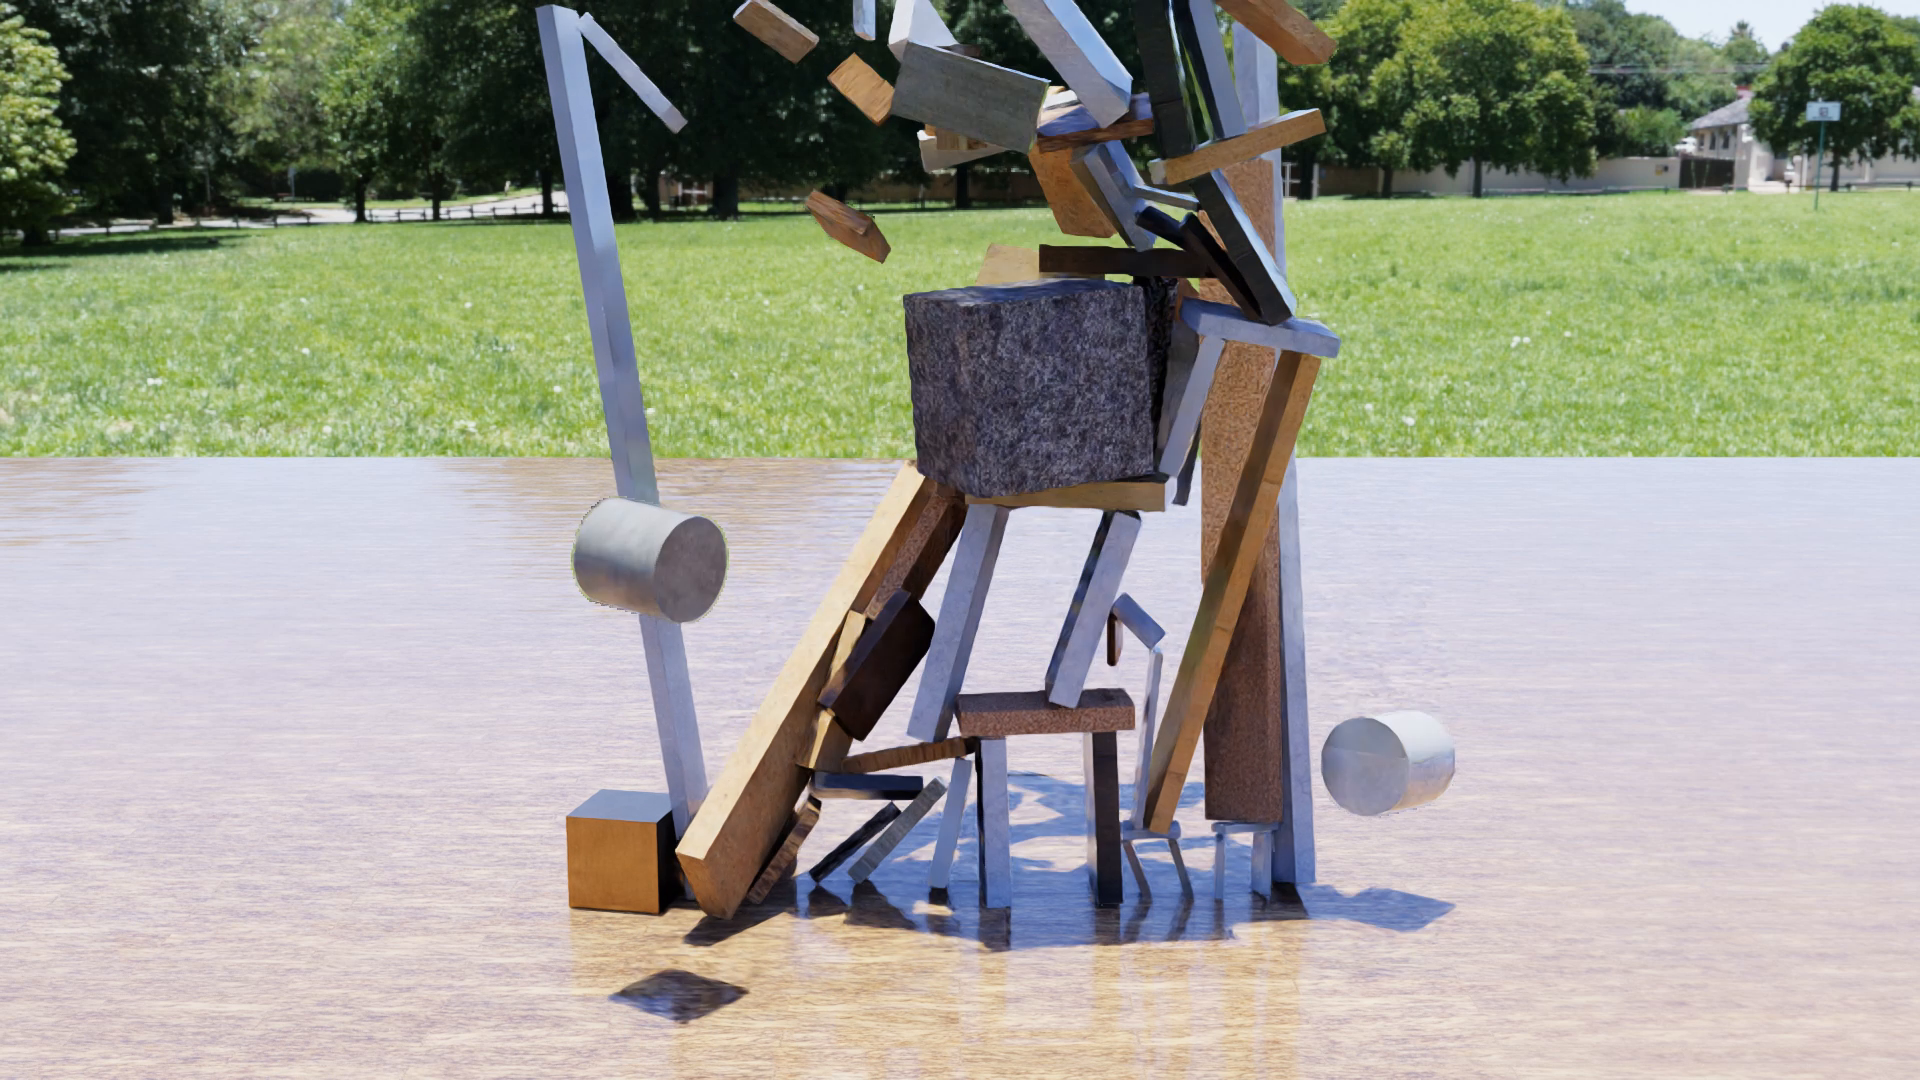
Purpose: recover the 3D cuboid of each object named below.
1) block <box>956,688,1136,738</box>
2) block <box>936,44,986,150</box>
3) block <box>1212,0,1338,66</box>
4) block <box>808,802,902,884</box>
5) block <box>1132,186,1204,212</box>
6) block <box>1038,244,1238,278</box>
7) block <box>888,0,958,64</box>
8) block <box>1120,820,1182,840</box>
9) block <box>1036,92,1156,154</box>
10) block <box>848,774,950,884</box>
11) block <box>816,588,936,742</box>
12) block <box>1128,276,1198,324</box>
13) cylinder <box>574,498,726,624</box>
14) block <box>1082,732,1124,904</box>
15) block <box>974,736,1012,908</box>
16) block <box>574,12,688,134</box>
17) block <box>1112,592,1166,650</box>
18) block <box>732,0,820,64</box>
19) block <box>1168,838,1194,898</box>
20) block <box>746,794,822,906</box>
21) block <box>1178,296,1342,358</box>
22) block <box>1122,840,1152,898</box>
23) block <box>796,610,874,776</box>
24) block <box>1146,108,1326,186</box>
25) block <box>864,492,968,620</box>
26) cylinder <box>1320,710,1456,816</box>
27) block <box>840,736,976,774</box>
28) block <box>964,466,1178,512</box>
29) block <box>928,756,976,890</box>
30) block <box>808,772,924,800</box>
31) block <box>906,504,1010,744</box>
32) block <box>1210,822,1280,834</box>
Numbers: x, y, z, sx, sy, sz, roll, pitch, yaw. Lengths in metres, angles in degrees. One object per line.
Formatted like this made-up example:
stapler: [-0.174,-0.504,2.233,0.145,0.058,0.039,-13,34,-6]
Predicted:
block: [0.139,0.284,3.627,0.283,0.040,0.142,-2,8,-4]
block: [-0.002,-0.713,3.539,0.082,0.165,0.023,7,17,36]
block: [0.467,-0.833,3.447,0.246,0.035,0.123,34,-1,-18]
block: [-0.177,0.508,3.684,0.181,0.026,0.090,-40,-5,-9]
block: [0.331,-0.541,3.479,0.107,0.015,0.054,17,16,17]
block: [0.302,-0.457,3.618,0.310,0.044,0.155,7,9,33]
block: [-0.029,-0.837,3.946,0.041,0.290,0.145,-15,47,27]
block: [0.312,0.481,3.649,0.104,0.015,0.052,-2,11,-1]
block: [0.217,-0.660,3.474,0.187,0.027,0.094,-8,36,12]
block: [-0.101,0.485,3.692,0.030,0.214,0.107,43,0,4]
block: [-0.133,0.208,3.658,0.033,0.236,0.118,22,-21,39]
block: [0.300,-0.351,4.107,0.051,0.358,0.179,41,3,32]
cylinder: [-0.445,0.029,3.161,0.154,0.154,0.154,12,15,33]
block: [0.236,0.444,3.649,0.040,0.283,0.142,-3,7,-3]
block: [0.054,0.450,3.643,0.040,0.283,0.142,-3,10,-4]
block: [-0.522,-0.741,3.495,0.029,0.206,0.103,-43,-8,2]
block: [0.290,0.131,3.592,0.096,0.014,0.048,45,36,3]
block: [-0.287,-0.796,3.424,0.122,0.017,0.061,32,-38,-25]
block: [0.366,0.539,3.659,0.015,0.104,0.052,-17,10,4]
block: [-0.292,0.512,3.638,0.026,0.181,0.090,34,8,-7]
block: [0.479,-0.340,3.520,0.236,0.033,0.118,9,18,-12]
block: [0.292,0.539,3.659,0.015,0.104,0.052,-21,10,5]
block: [-0.197,0.267,3.713,0.033,0.274,0.118,14,-14,22]
block: [0.433,-0.618,3.460,0.259,0.037,0.130,-19,11,-2]
block: [-0.069,0.035,3.718,0.033,0.236,0.118,33,7,20]
cylinder: [0.695,0.360,3.568,0.159,0.159,0.159,9,6,39]
block: [-0.085,0.362,3.696,0.214,0.030,0.107,-11,-3,11]
block: [0.184,-0.091,3.605,0.326,0.046,0.163,3,12,12]
block: [-0.014,0.469,3.675,0.030,0.214,0.107,12,-2,3]
block: [-0.159,0.413,3.678,0.181,0.026,0.090,3,-17,-11]
block: [-0.002,0.135,3.691,0.046,0.405,0.163,16,1,9]
block: [0.474,0.477,3.657,0.101,0.014,0.050,-1,-2,-23]
